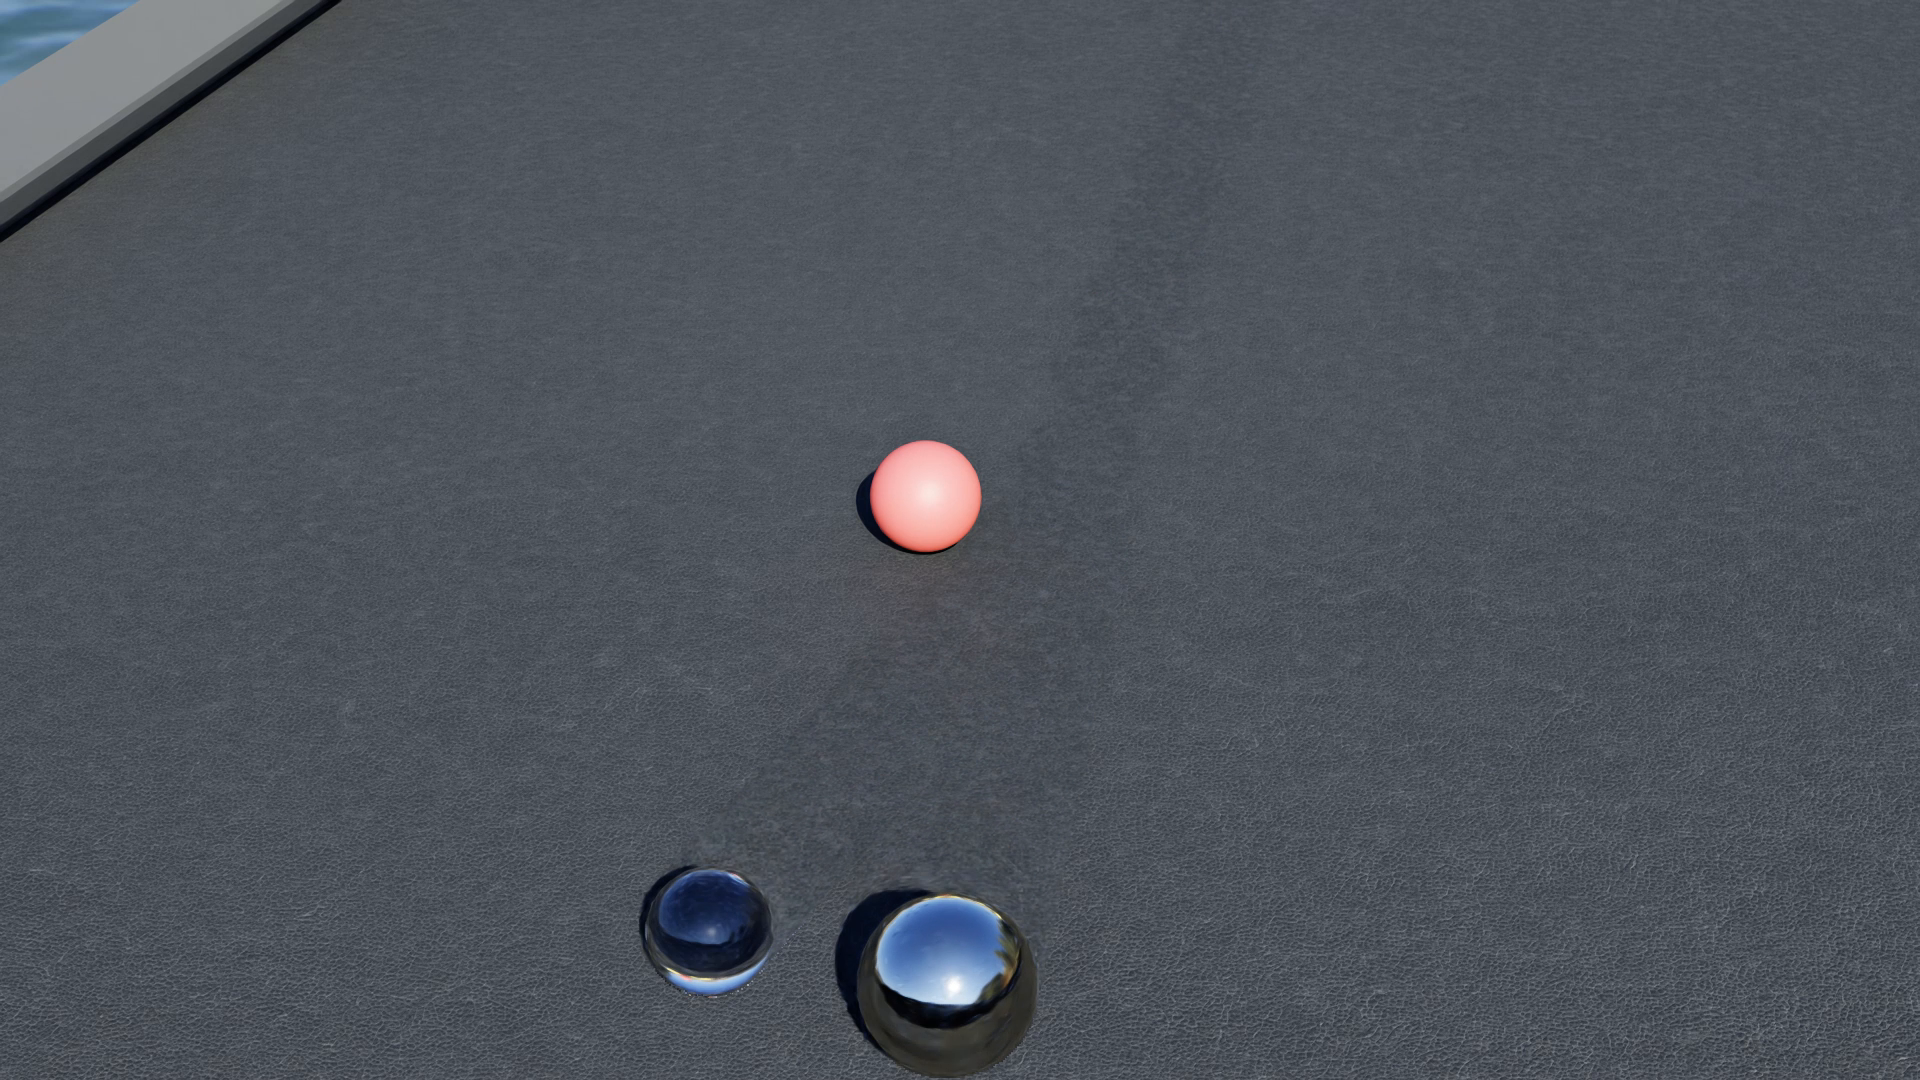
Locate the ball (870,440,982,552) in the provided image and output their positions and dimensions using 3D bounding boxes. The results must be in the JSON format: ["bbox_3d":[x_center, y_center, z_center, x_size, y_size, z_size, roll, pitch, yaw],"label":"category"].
[{"bbox_3d":[-0.022,-0.028,1.859,0.071,0.071,0.071,0,27,0],"label":"ball"}]

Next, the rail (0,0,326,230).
[{"bbox_3d":[-0.685,-0.441,2.634,0.045,0.111,3.126,6,27,11],"label":"rail"}]

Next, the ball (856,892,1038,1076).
[{"bbox_3d":[-0.006,0.208,1.376,0.085,0.085,0.085,0,27,0],"label":"ball"}]

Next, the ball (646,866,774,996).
[{"bbox_3d":[-0.122,0.191,1.435,0.063,0.063,0.063,0,27,0],"label":"ball"}]
